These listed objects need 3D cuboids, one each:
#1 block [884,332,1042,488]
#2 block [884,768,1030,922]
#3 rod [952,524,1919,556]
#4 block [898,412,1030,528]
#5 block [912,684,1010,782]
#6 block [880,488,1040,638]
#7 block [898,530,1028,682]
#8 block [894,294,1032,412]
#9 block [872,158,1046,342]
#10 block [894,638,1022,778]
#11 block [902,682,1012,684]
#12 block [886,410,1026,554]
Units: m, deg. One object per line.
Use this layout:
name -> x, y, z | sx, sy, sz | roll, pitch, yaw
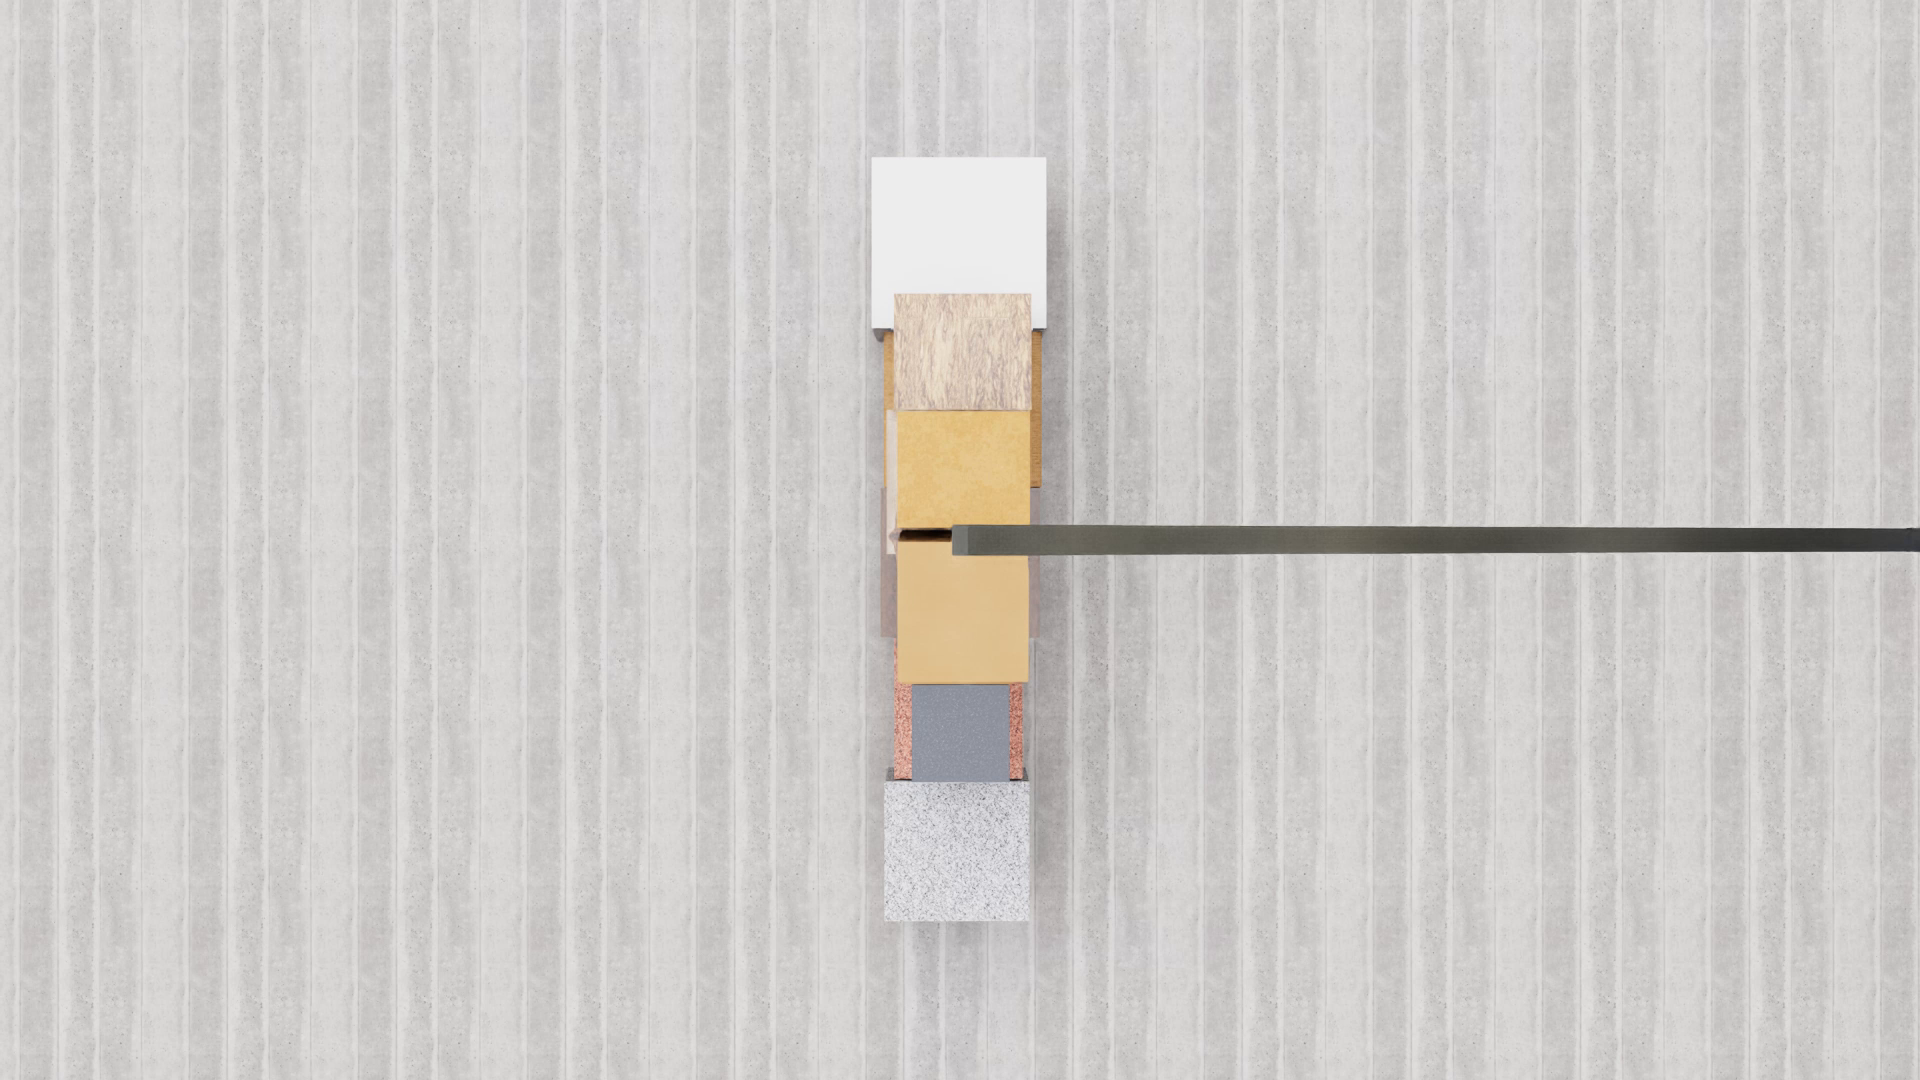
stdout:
block -> 0.014, -0.733, 12.651 | 0.883, 0.697, 0.867 | 0, 90, 0
block -> -0.017, 1.733, 12.619 | 0.806, 0.763, 0.777 | 0, 90, 0
rod -> 2.234, 0.000, 6.999 | 5.200, 0.080, 0.080 | 0, 90, -31
block -> 0.018, -0.350, 11.242 | 0.662, 0.532, 0.583 | 0, 90, 0
block -> 0.003, 1.035, 12.032 | 0.522, 0.543, 0.520 | 0, 90, 0
block -> 0.001, 0.125, 12.606 | 0.883, 0.788, 0.828 | 0, 90, 0
block -> 0.015, 0.325, 11.163 | 0.644, 0.728, 0.691 | 0, 95, 0
block -> 0.014, -0.987, 11.825 | 0.716, 0.743, 0.605 | 0, 91, 0
block -> -0.006, -1.649, 12.597 | 0.968, 0.806, 0.945 | 0, 90, 0
block -> -0.008, 0.942, 12.652 | 0.717, 0.697, 0.785 | 0, 90, 0
block -> -0.017, 0.424, 11.933 | 0.579, 0.558, 0.682 | 0, 90, 0
block -> -0.016, -0.304, 11.860 | 0.733, 0.704, 0.753 | 0, 90, 0
